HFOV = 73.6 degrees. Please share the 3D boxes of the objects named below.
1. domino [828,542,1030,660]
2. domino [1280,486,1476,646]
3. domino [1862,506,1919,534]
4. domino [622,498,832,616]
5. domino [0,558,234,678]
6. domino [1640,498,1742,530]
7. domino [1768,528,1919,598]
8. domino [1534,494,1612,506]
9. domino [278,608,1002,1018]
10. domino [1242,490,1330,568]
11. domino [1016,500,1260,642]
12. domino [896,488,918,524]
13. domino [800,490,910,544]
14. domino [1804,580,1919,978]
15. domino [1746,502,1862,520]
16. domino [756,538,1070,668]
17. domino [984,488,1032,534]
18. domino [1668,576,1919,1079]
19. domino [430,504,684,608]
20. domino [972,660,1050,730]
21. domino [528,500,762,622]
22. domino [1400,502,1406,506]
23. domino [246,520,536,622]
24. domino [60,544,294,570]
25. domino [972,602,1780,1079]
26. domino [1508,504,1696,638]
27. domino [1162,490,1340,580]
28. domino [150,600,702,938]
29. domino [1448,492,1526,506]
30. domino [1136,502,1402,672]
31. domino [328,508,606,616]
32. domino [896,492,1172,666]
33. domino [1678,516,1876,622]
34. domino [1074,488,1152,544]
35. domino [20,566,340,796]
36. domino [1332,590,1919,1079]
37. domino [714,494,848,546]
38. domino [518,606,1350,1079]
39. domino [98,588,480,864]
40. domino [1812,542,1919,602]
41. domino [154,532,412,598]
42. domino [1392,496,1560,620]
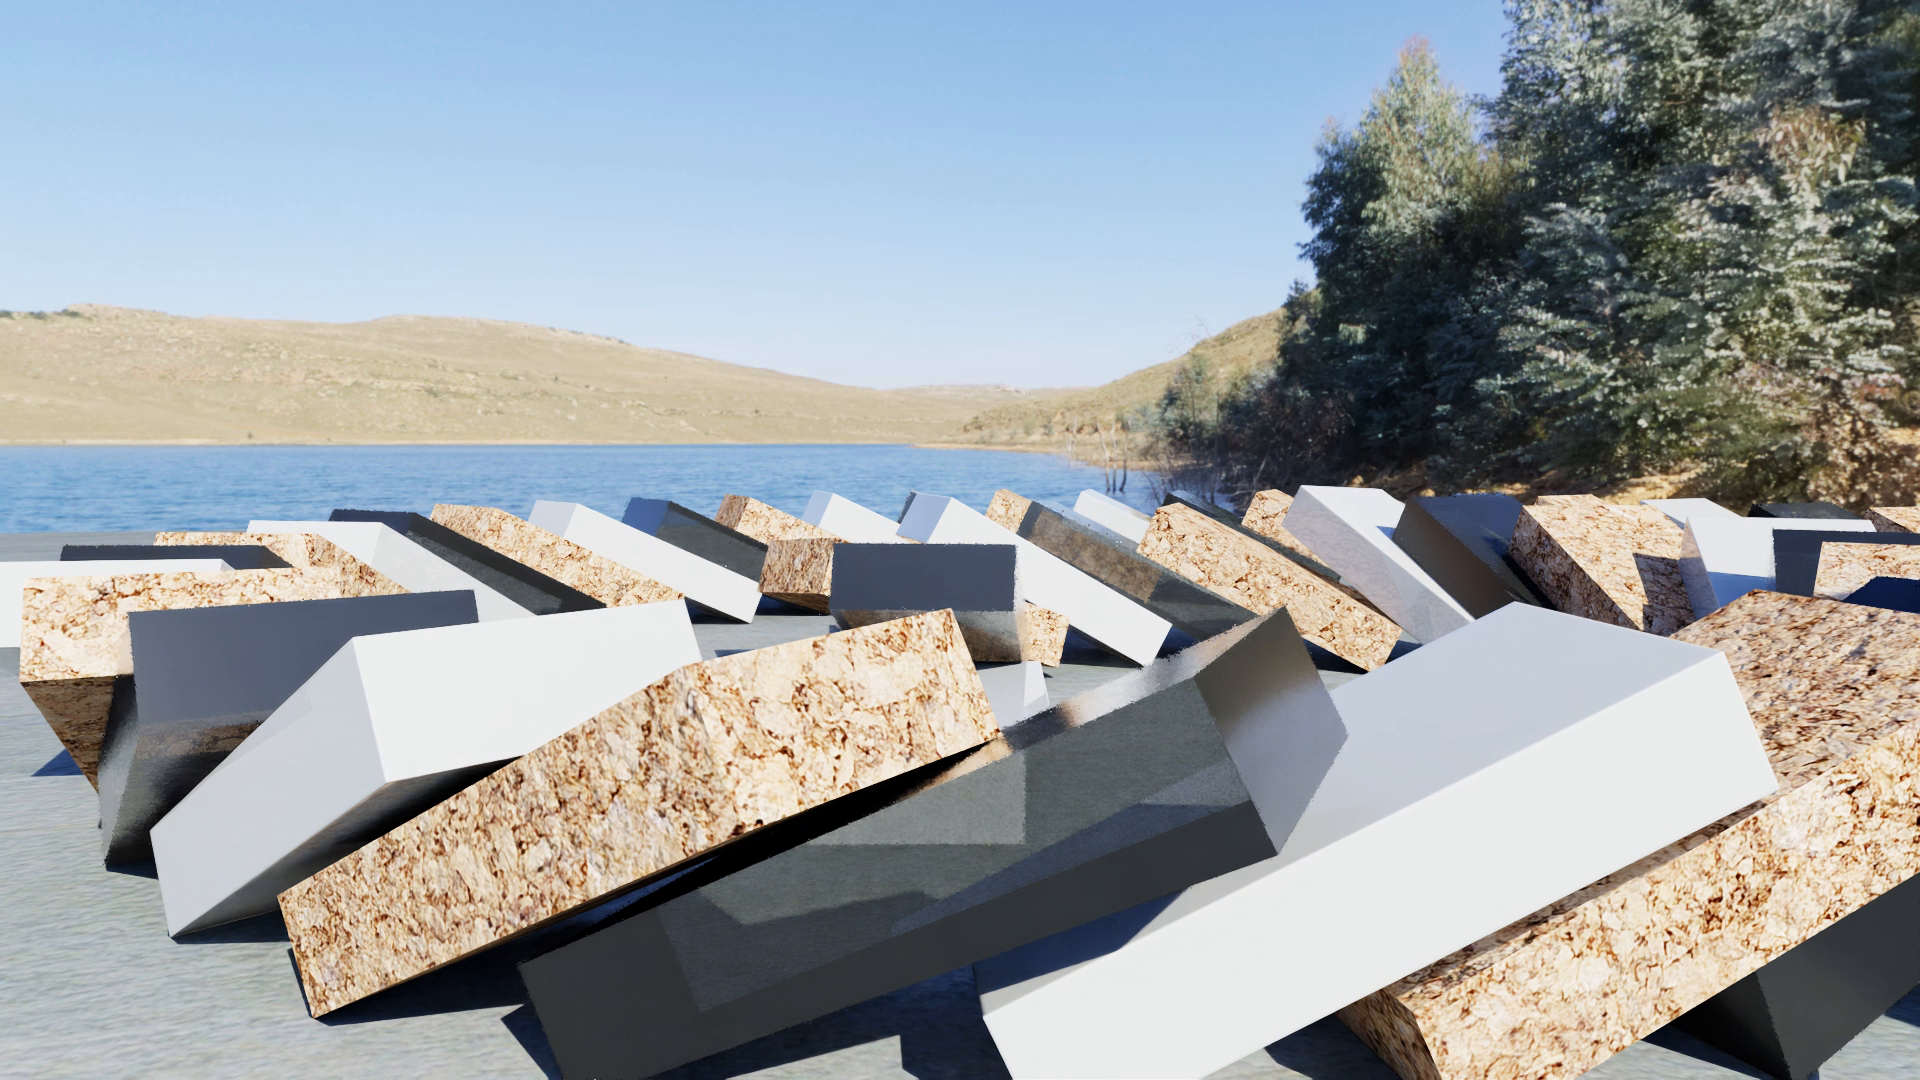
[{"bbox_3d":[-0.003,0.013,0.197,0.025,0.010,0.050,0,-20,5],"label":"domino"},{"bbox_3d":[0.089,0.007,0.248,0.025,0.009,0.050,1,33,-34],"label":"domino"},{"bbox_3d":[0.204,0.009,0.248,0.025,0.010,0.050,-1,29,-18],"label":"domino"},{"bbox_3d":[-0.056,0.004,0.316,0.050,0.010,0.025,27,-12,-33],"label":"domino"},{"bbox_3d":[-0.095,0.016,0.160,0.025,0.009,0.050,-1,-21,-7],"label":"domino"},{"bbox_3d":[0.181,0.006,0.290,0.025,0.009,0.050,-2,29,-29],"label":"domino"},{"bbox_3d":[0.116,0.015,0.159,0.025,0.009,0.050,3,31,29],"label":"domino"},{"bbox_3d":[0.165,0.005,0.309,0.025,0.009,0.050,-3,30,-36],"label":"domino"},{"bbox_3d":[-0.024,0.020,0.092,0.050,0.009,0.025,-29,-12,33],"label":"domino"},{"bbox_3d":[0.103,0.002,0.347,0.050,0.009,0.025,29,15,21],"label":"domino"},{"bbox_3d":[0.037,0.007,0.260,0.050,0.010,0.025,28,8,12],"label":"domino"},{"bbox_3d":[0.007,0.001,0.353,0.050,0.010,0.025,25,3,-4],"label":"domino"},{"bbox_3d":[-0.016,0.002,0.344,0.050,0.009,0.025,25,-4,-18],"label":"domino"},{"bbox_3d":[0.092,0.019,0.115,0.050,0.009,0.025,-31,19,-26],"label":"domino"},{"bbox_3d":[0.194,0.008,0.269,0.025,0.010,0.050,-2,29,-22],"label":"domino"},{"bbox_3d":[-0.008,0.012,0.230,0.050,0.009,0.025,20,-12,-31],"label":"domino"},{"bbox_3d":[0.032,0.001,0.357,0.050,0.010,0.025,25,7,5],"label":"domino"},{"bbox_3d":[0.070,0.020,0.102,0.050,0.010,0.025,-28,13,-15],"label":"domino"},{"bbox_3d":[-0.088,0.007,0.279,0.025,0.009,0.050,4,-20,41],"label":"domino"},{"bbox_3d":[-0.001,0.025,0.171,0.025,0.009,0.050,0,4,1],"label":"domino"},{"bbox_3d":[-0.074,0.005,0.300,0.050,0.009,0.025,28,-14,-36],"label":"domino"},{"bbox_3d":[0.126,0.002,0.338,0.050,0.010,0.025,32,20,27],"label":"domino"},{"bbox_3d":[-0.101,0.010,0.231,0.025,0.010,0.050,1,-21,13],"label":"domino"},{"bbox_3d":[-0.100,0.014,0.183,0.025,0.010,0.050,0,-21,0],"label":"domino"},{"bbox_3d":[0.025,0.021,0.090,0.050,0.010,0.025,-26,6,-2],"label":"domino"},{"bbox_3d":[0.114,0.011,0.208,0.025,0.010,0.050,-1,32,-8],"label":"domino"},{"bbox_3d":[0.080,0.001,0.352,0.050,0.010,0.025,27,12,14],"label":"domino"},{"bbox_3d":[-0.045,0.019,0.105,0.025,0.010,0.050,-5,-19,-47],"label":"domino"},{"bbox_3d":[0.150,0.003,0.326,0.025,0.010,0.050,-3,30,-37],"label":"domino"},{"bbox_3d":[0.061,0.009,0.253,0.050,0.010,0.025,28,12,15],"label":"domino"},{"bbox_3d":[-0.098,0.008,0.257,0.025,0.010,0.050,3,-20,32],"label":"domino"},{"bbox_3d":[0.014,0.007,0.249,0.050,0.009,0.025,30,-4,-16],"label":"domino"},{"bbox_3d":[0.121,0.013,0.182,0.025,0.010,0.050,2,31,18],"label":"domino"},{"bbox_3d":[0.056,0.001,0.356,0.050,0.010,0.025,26,9,9],"label":"domino"},{"bbox_3d":[-0.080,0.017,0.138,0.025,0.010,0.050,-2,-22,-27],"label":"domino"},{"bbox_3d":[0.049,0.020,0.093,0.050,0.009,0.025,-26,9,-8],"label":"domino"},{"bbox_3d":[-0.037,0.003,0.332,0.050,0.009,0.025,25,-6,-24],"label":"domino"},{"bbox_3d":[-0.002,0.020,0.084,0.050,0.009,0.025,-28,-6,24],"label":"domino"},{"bbox_3d":[-0.064,0.019,0.120,0.025,0.009,0.050,-3,-20,-37],"label":"domino"},{"bbox_3d":[0.105,0.017,0.138,0.025,0.010,0.050,3,31,37],"label":"domino"},{"bbox_3d":[-0.102,0.012,0.207,0.025,0.009,0.050,1,-21,7],"label":"domino"},{"bbox_3d":[0.103,0.009,0.229,0.025,0.010,0.050,-1,33,-21],"label":"domino"}]
